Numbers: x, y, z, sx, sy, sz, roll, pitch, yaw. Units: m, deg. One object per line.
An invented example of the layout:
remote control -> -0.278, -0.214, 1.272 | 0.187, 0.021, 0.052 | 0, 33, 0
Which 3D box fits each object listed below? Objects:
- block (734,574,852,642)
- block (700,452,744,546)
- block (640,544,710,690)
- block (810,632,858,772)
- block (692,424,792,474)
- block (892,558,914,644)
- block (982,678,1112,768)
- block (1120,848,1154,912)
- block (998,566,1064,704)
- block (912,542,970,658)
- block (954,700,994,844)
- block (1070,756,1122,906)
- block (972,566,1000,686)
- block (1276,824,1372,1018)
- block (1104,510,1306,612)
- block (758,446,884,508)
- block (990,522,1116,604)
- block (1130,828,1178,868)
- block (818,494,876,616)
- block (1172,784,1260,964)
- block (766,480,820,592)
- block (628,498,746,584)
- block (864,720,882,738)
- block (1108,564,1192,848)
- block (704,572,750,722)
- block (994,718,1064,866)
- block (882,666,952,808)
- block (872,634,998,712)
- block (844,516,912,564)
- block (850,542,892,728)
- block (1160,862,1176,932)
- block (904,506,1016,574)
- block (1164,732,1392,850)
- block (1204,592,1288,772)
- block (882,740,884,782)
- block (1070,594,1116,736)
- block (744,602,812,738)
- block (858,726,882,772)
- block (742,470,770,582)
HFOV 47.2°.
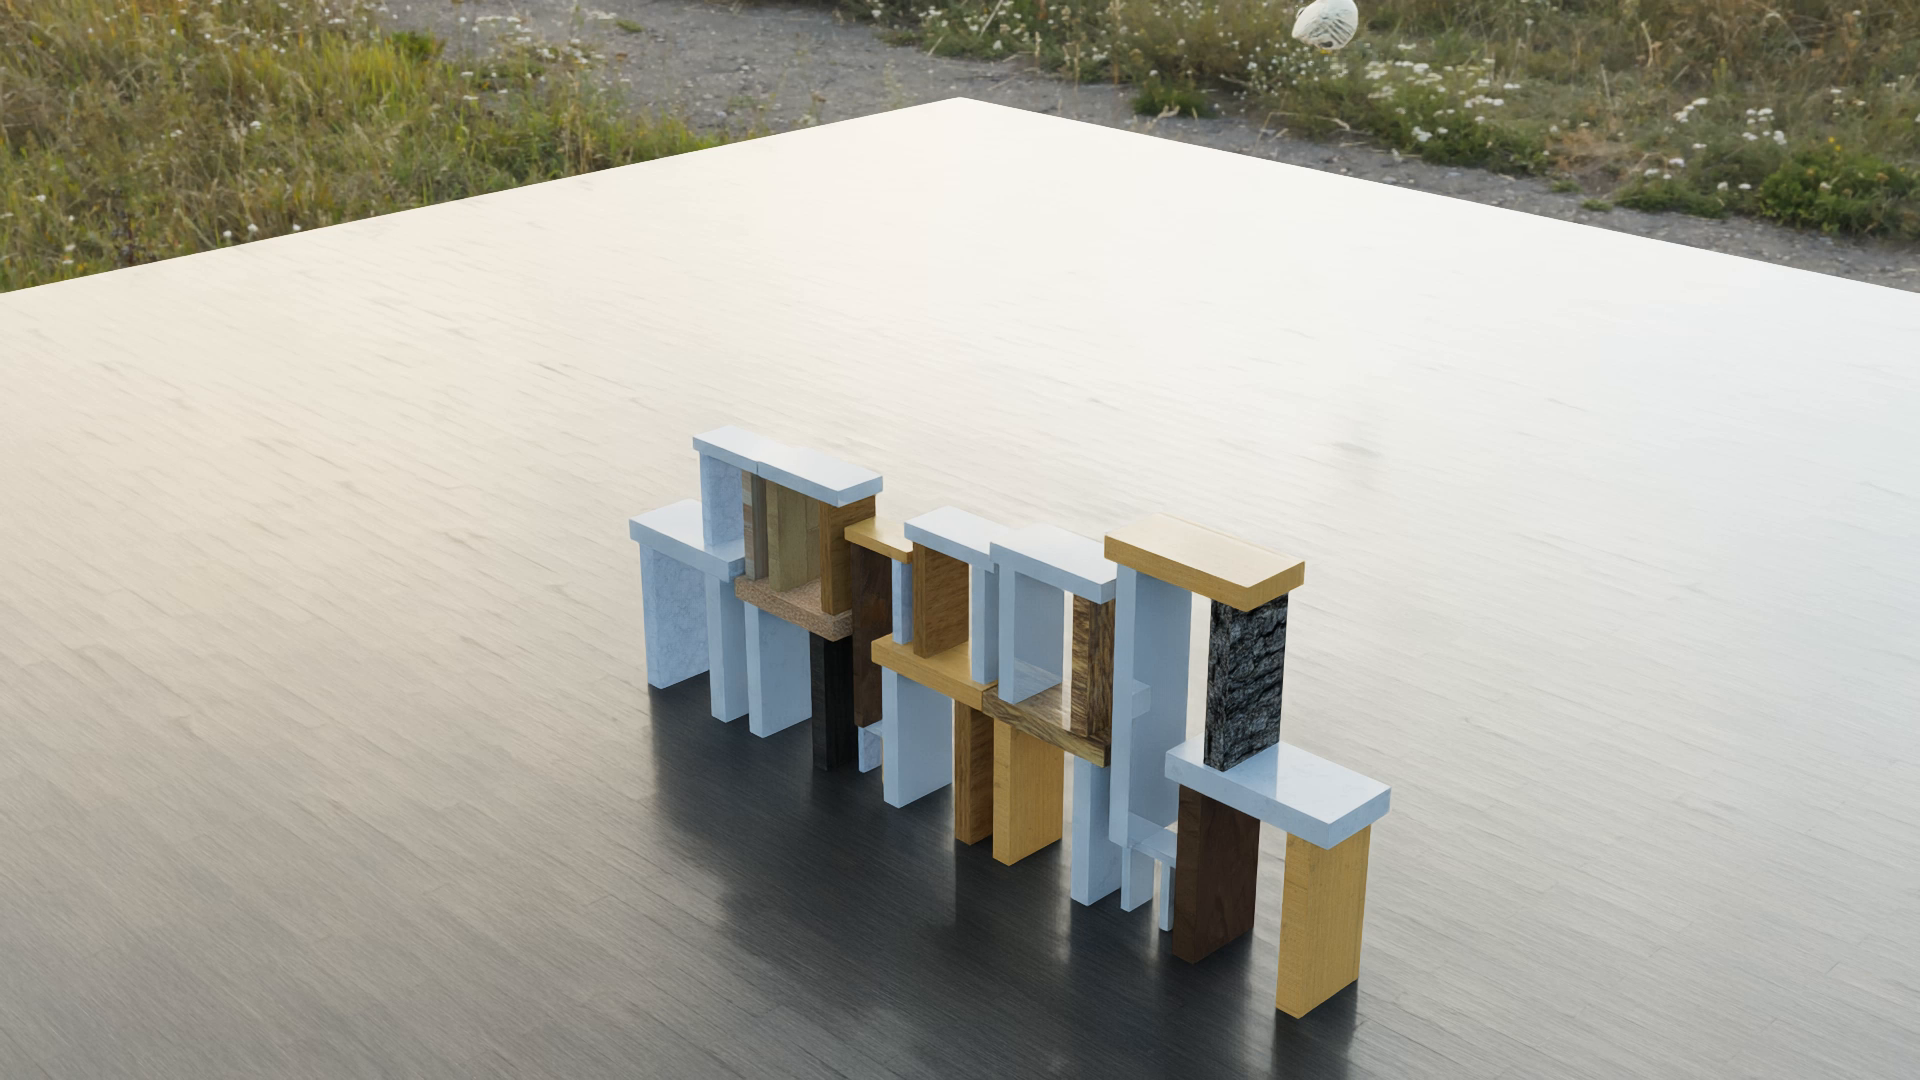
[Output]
block -> -0.313, 0.122, 4.619 | 0.311, 0.044, 0.156 | 21, 31, 41
block -> -0.506, -0.101, 4.725 | 0.030, 0.209, 0.104 | 21, 31, 41
block -> -0.632, 0.148, 4.971 | 0.049, 0.345, 0.172 | 21, 31, 41
block -> -0.239, 0.315, 4.620 | 0.044, 0.311, 0.156 | 21, 31, 41
block -> -0.456, -0.192, 4.633 | 0.209, 0.030, 0.104 | 21, 31, 41
block -> -0.093, 0.110, 4.372 | 0.025, 0.180, 0.090 | 21, 31, 41
block -> 0.206, 0.331, 4.139 | 0.307, 0.043, 0.153 | 21, 31, 41
block -> 0.334, 0.620, 4.120 | 0.020, 0.140, 0.070 | 21, 31, 41
block -> 0.135, 0.159, 4.138 | 0.039, 0.275, 0.138 | 21, 31, 41
block -> -0.037, 0.101, 4.313 | 0.034, 0.241, 0.121 | 21, 31, 41
block -> 0.059, 0.434, 4.344 | 0.044, 0.308, 0.154 | 21, 31, 41
block -> 0.279, 0.521, 4.140 | 0.043, 0.307, 0.153 | 21, 31, 41
block -> 0.077, 0.146, 4.209 | 0.034, 0.241, 0.121 | 21, 31, 41
block -> 0.630, 0.636, 3.811 | 0.050, 0.352, 0.176 | 21, 31, 41
block -> 0.419, 0.033, 3.791 | 0.158, 0.045, 0.315 | -22, 31, -40
block -> -0.286, -0.131, 4.487 | 0.246, 0.035, 0.123 | 21, 31, 41
block -> 0.200, 0.039, 4.017 | 0.275, 0.039, 0.138 | 21, 31, 41
block -> 0.367, 0.559, 4.059 | 0.070, 0.020, 0.140 | -21, 31, -41
block -> -0.228, 0.020, 4.488 | 0.035, 0.246, 0.123 | 21, 31, 41
block -> 0.465, 0.571, 3.964 | 0.050, 0.352, 0.176 | 21, 31, 41
block -> -0.344, -0.025, 4.595 | 0.035, 0.246, 0.123 | 21, 31, 41
block -> -0.550, -0.002, 4.820 | 0.345, 0.049, 0.172 | 21, 31, 41
block -> -0.163, 0.385, 4.565 | 0.105, 0.015, 0.053 | 21, 31, 41
block -> 0.345, 0.281, 3.977 | 0.157, 0.556, 0.045 | -21, 31, -41
block -> -0.469, 0.211, 4.822 | 0.049, 0.345, 0.172 | 21, 31, 41
block -> 0.134, 0.464, 4.274 | 0.043, 0.307, 0.153 | 21, 31, 41
block -> -0.086, 0.377, 4.478 | 0.044, 0.308, 0.154 | 21, 31, 41
block -> -0.013, 0.244, 4.343 | 0.308, 0.044, 0.154 | 21, 31, 41
block -> -0.135, -0.001, 4.371 | 0.180, 0.025, 0.090 | 21, 31, 41
block -> -0.178, 0.183, 4.495 | 0.025, 0.411, 0.090 | 21, 31, 41
block -> 0.400, 0.646, 4.059 | 0.020, 0.140, 0.070 | 21, 31, 41
block -> 0.020, -0.003, 4.207 | 0.241, 0.034, 0.121 | 21, 31, 41
block -> 0.548, 0.419, 3.809 | 0.352, 0.050, 0.176 | 21, 31, 41
block -> 0.493, 0.228, 3.793 | 0.045, 0.315, 0.158 | 21, 31, 41
block -> -0.138, 0.450, 4.565 | 0.015, 0.105, 0.053 | 21, 31, 41
block -> 0.265, 0.209, 4.018 | 0.039, 0.275, 0.138 | 21, 31, 41
block -> -0.386, 0.257, 4.755 | 0.044, 0.311, 0.156 | 21, 31, 41
block -> -0.188, 0.431, 4.611 | 0.015, 0.105, 0.053 | 21, 31, 41
block -> -0.407, -0.045, 4.641 | 0.030, 0.247, 0.104 | 21, 31, 41
